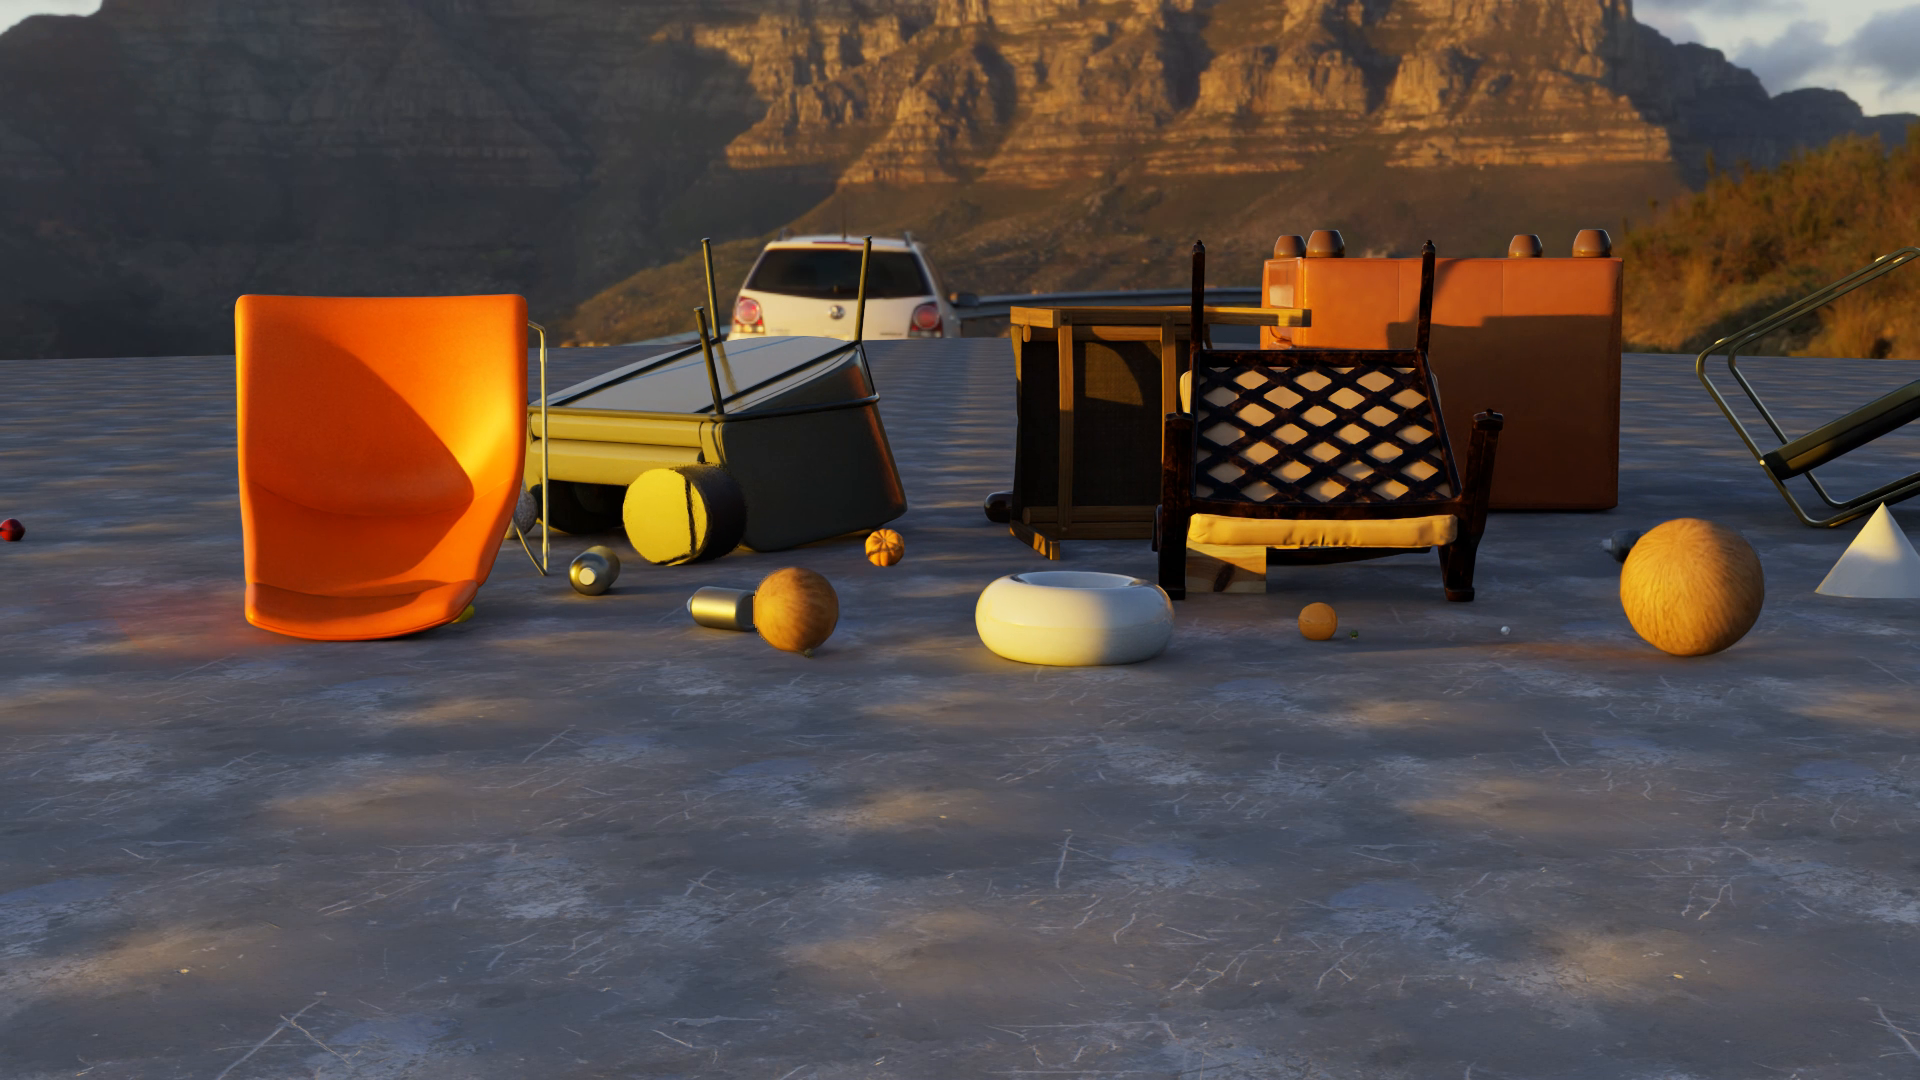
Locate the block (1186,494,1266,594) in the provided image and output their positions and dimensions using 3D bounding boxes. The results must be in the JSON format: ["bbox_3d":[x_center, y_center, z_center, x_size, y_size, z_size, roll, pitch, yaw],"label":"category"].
[{"bbox_3d":[0.563,0.007,5.417,0.165,0.190,0.161,1,6,6],"label":"block"}]

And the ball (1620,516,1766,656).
[{"bbox_3d":[1.268,0.081,4.444,0.242,0.242,0.242,0,6,0],"label":"ball"}]

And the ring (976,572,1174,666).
[{"bbox_3d":[0.200,0.135,4.456,0.348,0.135,0.345,-1,7,-20],"label":"ring"}]

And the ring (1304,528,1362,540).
[{"bbox_3d":[0.938,-0.015,6.452,0.147,0.022,0.132,-1,6,-9],"label":"ring"}]

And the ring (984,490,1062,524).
[{"bbox_3d":[0.170,-0.089,6.885,0.213,0.082,0.157,0,5,6],"label":"ring"}]

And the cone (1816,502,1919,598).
[{"bbox_3d":[1.918,0.015,5.341,0.264,0.189,0.194,0,6,-3],"label":"cone"}]

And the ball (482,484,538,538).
[{"bbox_3d":[-1.127,-0.071,6.434,0.137,0.137,0.137,0,6,0],"label":"ball"}]

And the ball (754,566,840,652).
[{"bbox_3d":[-0.287,0.122,4.497,0.150,0.150,0.150,0,6,0],"label":"ball"}]

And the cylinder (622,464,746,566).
[{"bbox_3d":[-0.634,-0.059,5.910,0.235,0.220,0.160,22,15,26],"label":"cylinder"}]
